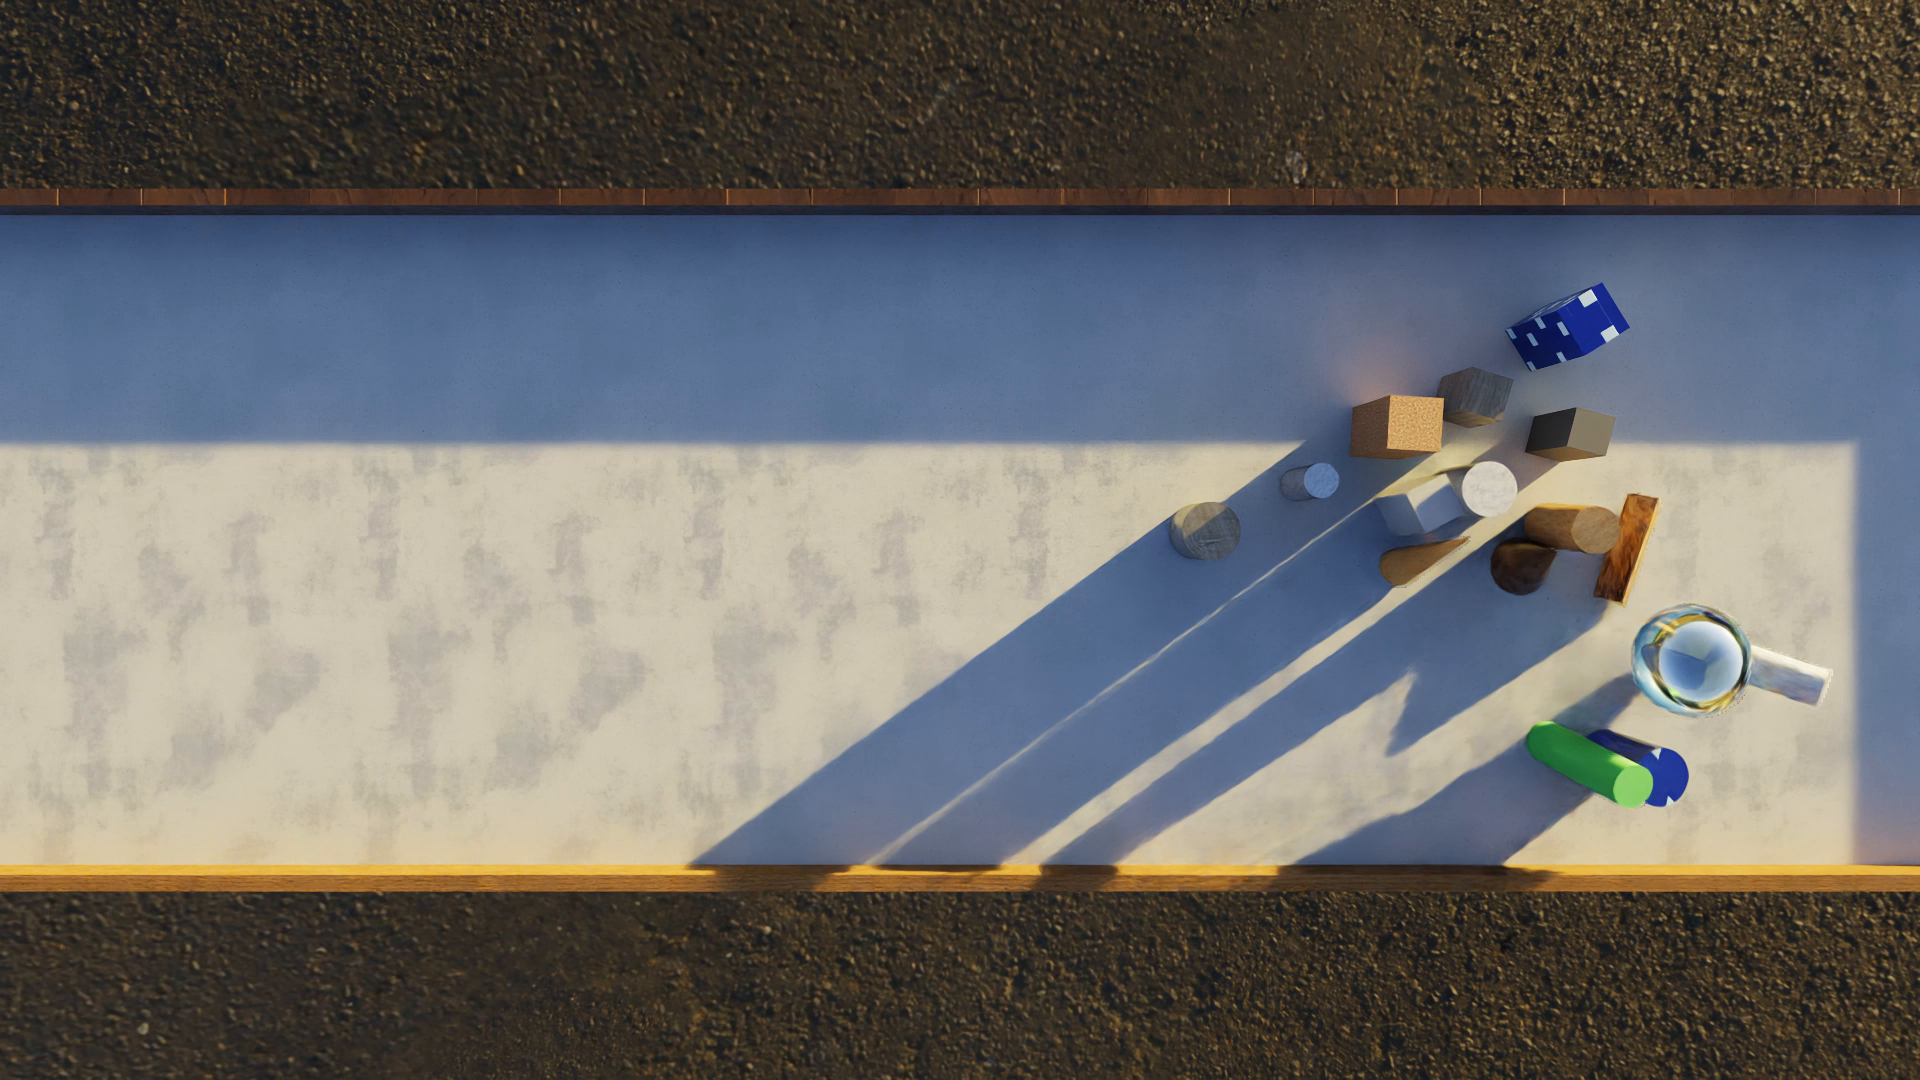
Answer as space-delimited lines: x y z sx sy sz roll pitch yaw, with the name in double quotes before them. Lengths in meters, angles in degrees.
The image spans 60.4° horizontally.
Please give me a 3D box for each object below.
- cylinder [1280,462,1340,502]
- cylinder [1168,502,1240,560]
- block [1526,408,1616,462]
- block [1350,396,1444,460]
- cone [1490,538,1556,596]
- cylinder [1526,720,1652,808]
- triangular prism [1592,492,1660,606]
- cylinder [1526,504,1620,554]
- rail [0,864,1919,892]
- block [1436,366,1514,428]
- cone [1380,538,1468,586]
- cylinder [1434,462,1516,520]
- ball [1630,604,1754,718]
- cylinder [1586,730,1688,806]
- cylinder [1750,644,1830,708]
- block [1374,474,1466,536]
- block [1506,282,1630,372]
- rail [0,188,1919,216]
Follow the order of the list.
"cylinder" 1.035 -0.170 4.898 0.101 0.356 0.101 0 90 0
"cylinder" 0.727 -0.026 4.924 0.171 0.305 0.171 0 90 0
"block" 1.809 -0.310 4.900 0.115 0.353 0.115 15 90 0
"block" 1.279 -0.328 4.854 0.151 0.445 0.151 3 90 0
"cone" 1.718 0.057 4.907 0.178 0.315 0.178 0 81 -1
"cylinder" 1.845 0.655 4.851 0.127 0.432 0.127 -3 101 -14
"triangular prism" 2.047 0.030 5.017 0.105 0.091 0.334 19 90 -2
"cylinder" 1.795 -0.037 4.849 0.135 0.447 0.135 0 92 3
"rail" -2.247 1.025 5.001 12.000 0.150 0.050 0 90 0
"block" 1.525 -0.423 4.926 0.127 0.300 0.127 17 90 0
"cone" 1.390 0.038 4.852 0.118 0.434 0.118 3 77 -13
"cylinder" 1.516 -0.144 4.906 0.160 0.336 0.160 0 89 -2
"ball" 2.130 0.350 4.808 0.330 0.330 0.330 0 90 0
"cylinder" 1.998 0.675 4.908 0.171 0.313 0.171 -1 94 -9
"cylinder" 2.368 0.374 4.925 0.394 0.115 0.115 21 90 30
"block" 1.366 -0.102 4.918 0.130 0.310 0.130 -26 90 -3
"block" 1.780 -0.621 4.855 0.150 0.443 0.150 -32 90 0
"rail" -2.247 -1.025 5.002 12.000 0.150 0.050 0 90 0
